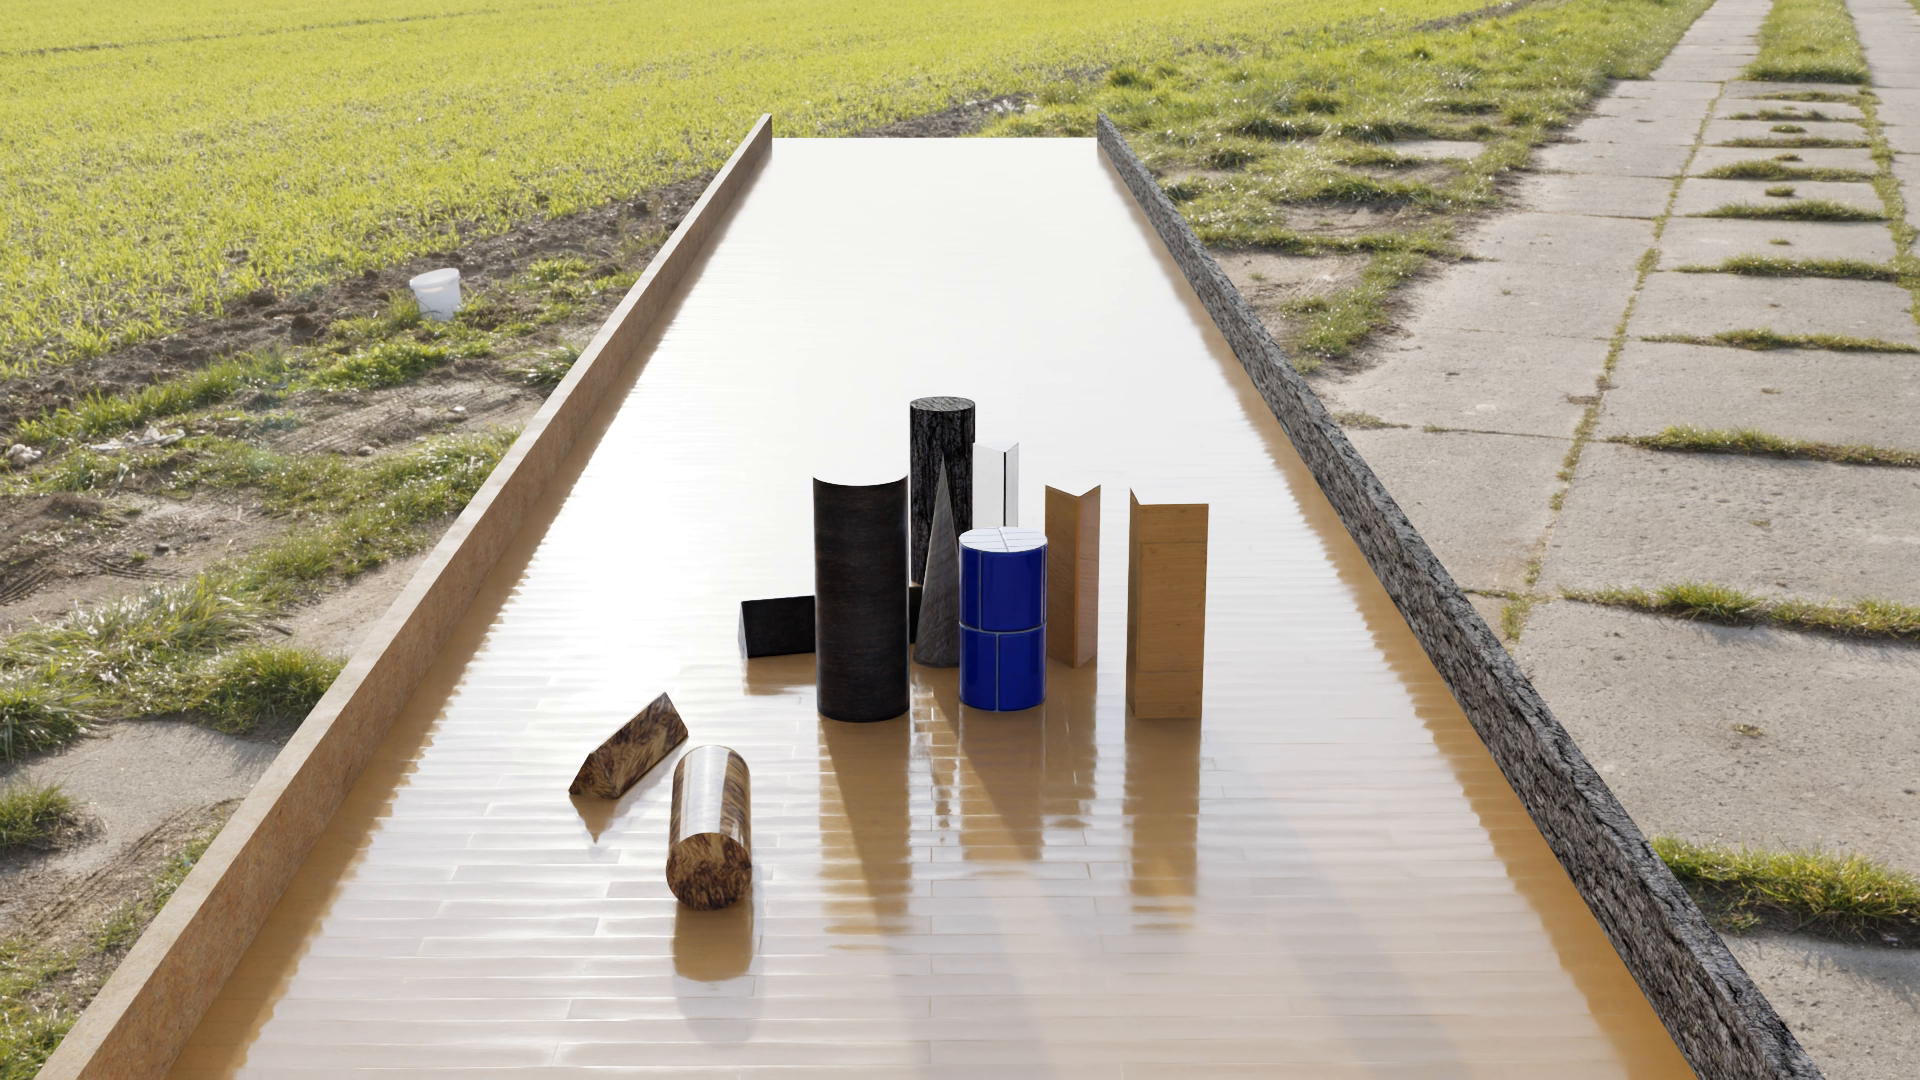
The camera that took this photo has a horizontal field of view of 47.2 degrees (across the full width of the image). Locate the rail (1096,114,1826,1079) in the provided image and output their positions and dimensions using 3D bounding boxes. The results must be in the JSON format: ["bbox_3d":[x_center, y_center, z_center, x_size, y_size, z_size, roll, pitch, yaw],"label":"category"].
[{"bbox_3d":[0.932,-0.844,7.801,0.050,0.150,12.000,0,17,-1],"label":"rail"}]

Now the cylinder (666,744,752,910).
[{"bbox_3d":[-0.396,0.450,3.487,0.130,0.130,0.354,-2,17,-5],"label":"cylinder"}]

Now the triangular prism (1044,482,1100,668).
[{"bbox_3d":[0.239,0.064,4.387,0.094,0.355,0.109,-11,20,-32],"label":"triangular prism"}]

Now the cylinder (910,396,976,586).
[{"bbox_3d":[-0.038,-0.107,4.884,0.145,0.401,0.145,0,17,0],"label":"cylinder"}]

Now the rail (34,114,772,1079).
[{"bbox_3d":[-1.118,-0.838,7.780,0.050,0.150,12.000,0,17,-1],"label":"rail"}]

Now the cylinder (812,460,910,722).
[{"bbox_3d":[-0.183,0.096,4.104,0.177,0.457,0.177,0,17,0],"label":"cylinder"}]

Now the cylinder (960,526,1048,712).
[{"bbox_3d":[0.081,0.149,4.171,0.167,0.316,0.167,0,17,0],"label":"cylinder"}]

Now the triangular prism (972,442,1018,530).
[{"bbox_3d":[0.091,-0.020,4.639,0.084,0.374,0.097,-15,22,-40],"label":"triangular prism"}]

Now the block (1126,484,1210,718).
[{"bbox_3d":[0.385,0.115,4.112,0.127,0.415,0.127,-1,17,-4],"label":"block"}]

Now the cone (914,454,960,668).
[{"bbox_3d":[-0.033,0.033,4.368,0.123,0.425,0.123,0,17,0],"label":"cone"}]

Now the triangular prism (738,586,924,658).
[{"bbox_3d":[-0.244,0.156,4.515,0.413,0.101,0.116,-4,17,-15],"label":"triangular prism"}]

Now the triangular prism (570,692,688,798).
[{"bbox_3d":[-0.584,0.355,3.886,0.091,0.079,0.312,5,17,15],"label":"triangular prism"}]
